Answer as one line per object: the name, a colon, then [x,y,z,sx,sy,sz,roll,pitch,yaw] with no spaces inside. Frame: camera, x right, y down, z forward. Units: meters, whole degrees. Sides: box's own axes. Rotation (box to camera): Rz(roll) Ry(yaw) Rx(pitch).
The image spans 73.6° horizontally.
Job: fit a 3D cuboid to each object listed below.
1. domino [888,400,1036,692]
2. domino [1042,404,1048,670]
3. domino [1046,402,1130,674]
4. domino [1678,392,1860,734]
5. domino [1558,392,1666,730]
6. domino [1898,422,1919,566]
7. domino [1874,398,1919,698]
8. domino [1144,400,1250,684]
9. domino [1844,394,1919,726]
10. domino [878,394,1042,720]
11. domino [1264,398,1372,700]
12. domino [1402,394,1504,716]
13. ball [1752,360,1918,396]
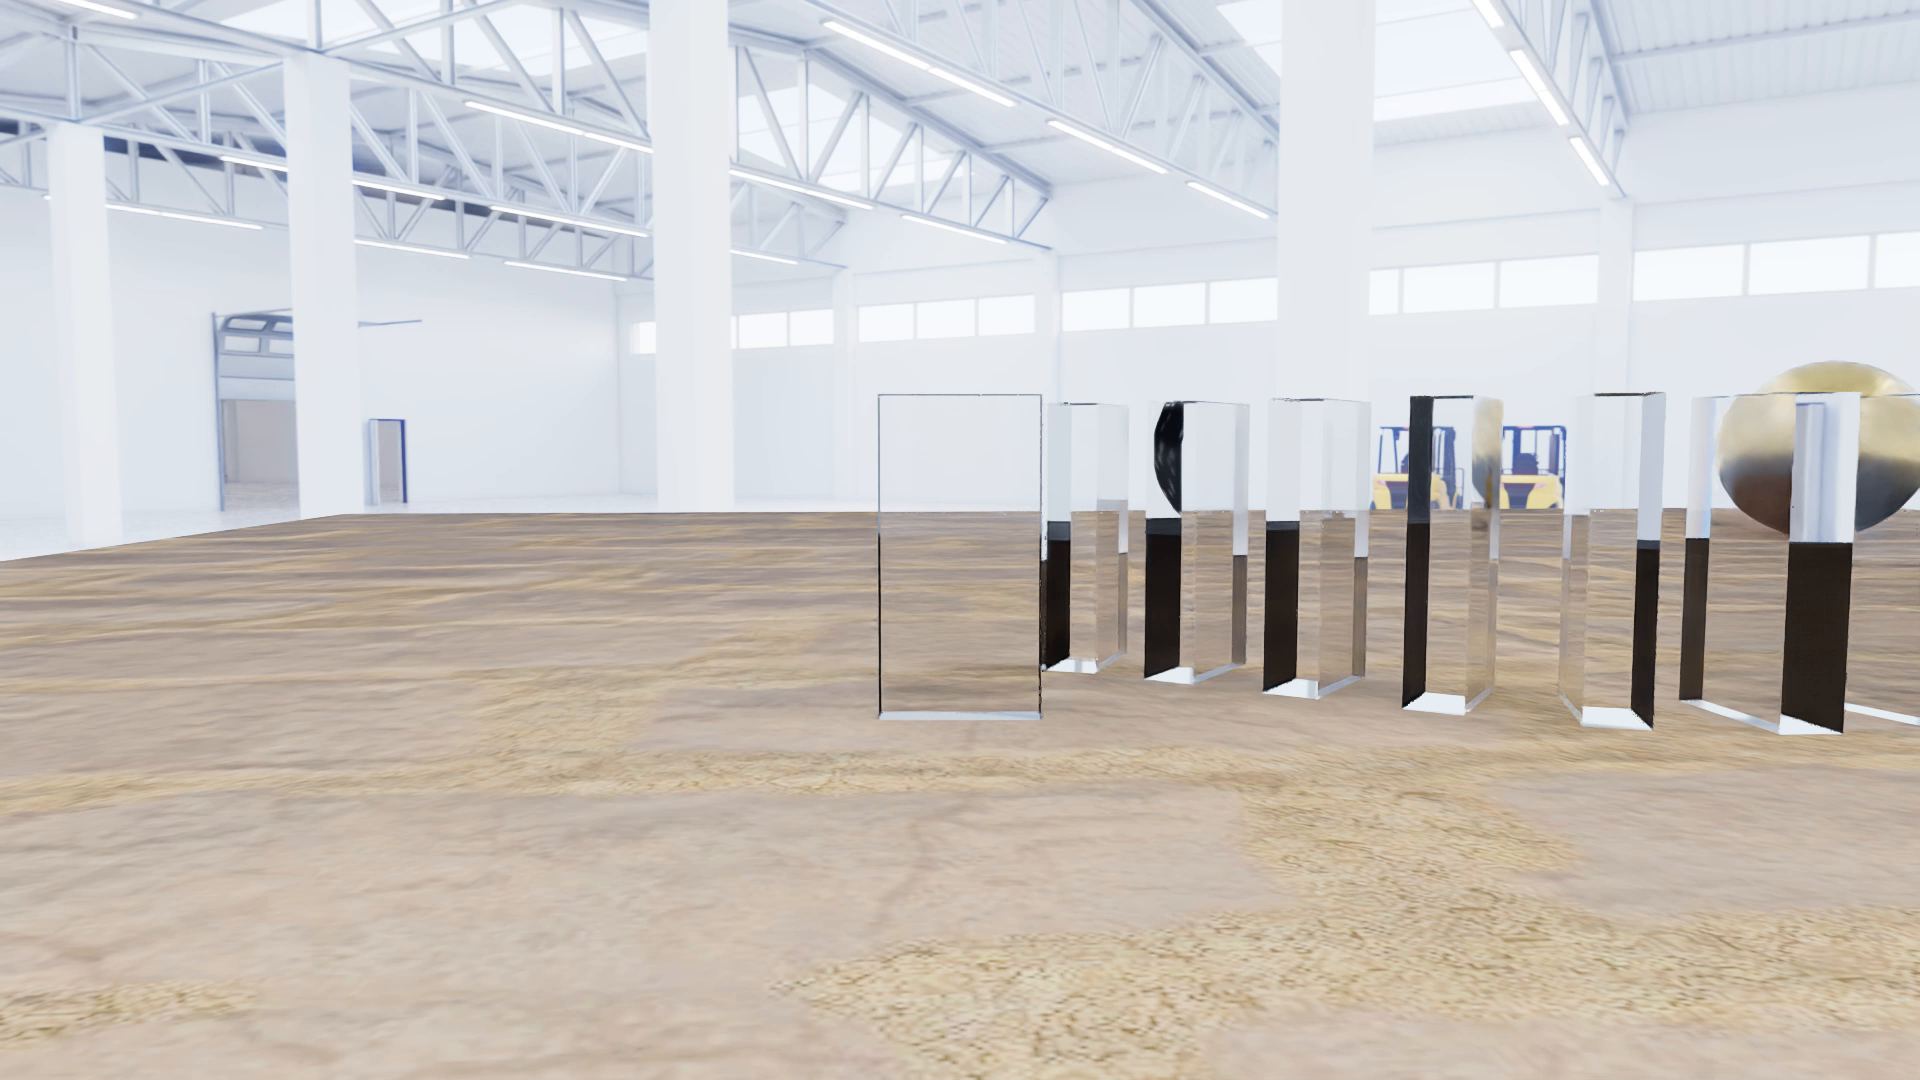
domino: [0.001,0.001,0.223,0.025,0.050,0.009,0,4,4]
domino: [0.005,-0.001,0.246,0.025,0.050,0.009,2,5,26]
domino: [0.025,-0.001,0.250,0.010,0.050,0.025,2,5,21]
domino: [0.125,0.003,0.199,0.010,0.050,0.025,0,4,-2]
domino: [0.102,0.002,0.202,0.010,0.050,0.025,1,4,17]
domino: [0.345,-0.016,0.448,0.025,0.050,0.010,2,5,20]
domino: [0.168,0.002,0.211,0.009,0.050,0.025,-3,5,-31]
domino: [0.044,0.000,0.238,0.009,0.050,0.025,3,5,34]
domino: [0.147,0.002,0.203,0.009,0.050,0.025,-1,4,-16]
domino: [0.000,0.002,0.201,0.025,0.050,0.009,0,4,0]
domino: [0.063,0.001,0.225,0.009,0.050,0.025,3,5,35]
domino: [0.082,0.002,0.212,0.010,0.050,0.025,3,5,32]
ball: [0.394,-0.041,0.582,0.080,0.080,0.080,0,4,0]
